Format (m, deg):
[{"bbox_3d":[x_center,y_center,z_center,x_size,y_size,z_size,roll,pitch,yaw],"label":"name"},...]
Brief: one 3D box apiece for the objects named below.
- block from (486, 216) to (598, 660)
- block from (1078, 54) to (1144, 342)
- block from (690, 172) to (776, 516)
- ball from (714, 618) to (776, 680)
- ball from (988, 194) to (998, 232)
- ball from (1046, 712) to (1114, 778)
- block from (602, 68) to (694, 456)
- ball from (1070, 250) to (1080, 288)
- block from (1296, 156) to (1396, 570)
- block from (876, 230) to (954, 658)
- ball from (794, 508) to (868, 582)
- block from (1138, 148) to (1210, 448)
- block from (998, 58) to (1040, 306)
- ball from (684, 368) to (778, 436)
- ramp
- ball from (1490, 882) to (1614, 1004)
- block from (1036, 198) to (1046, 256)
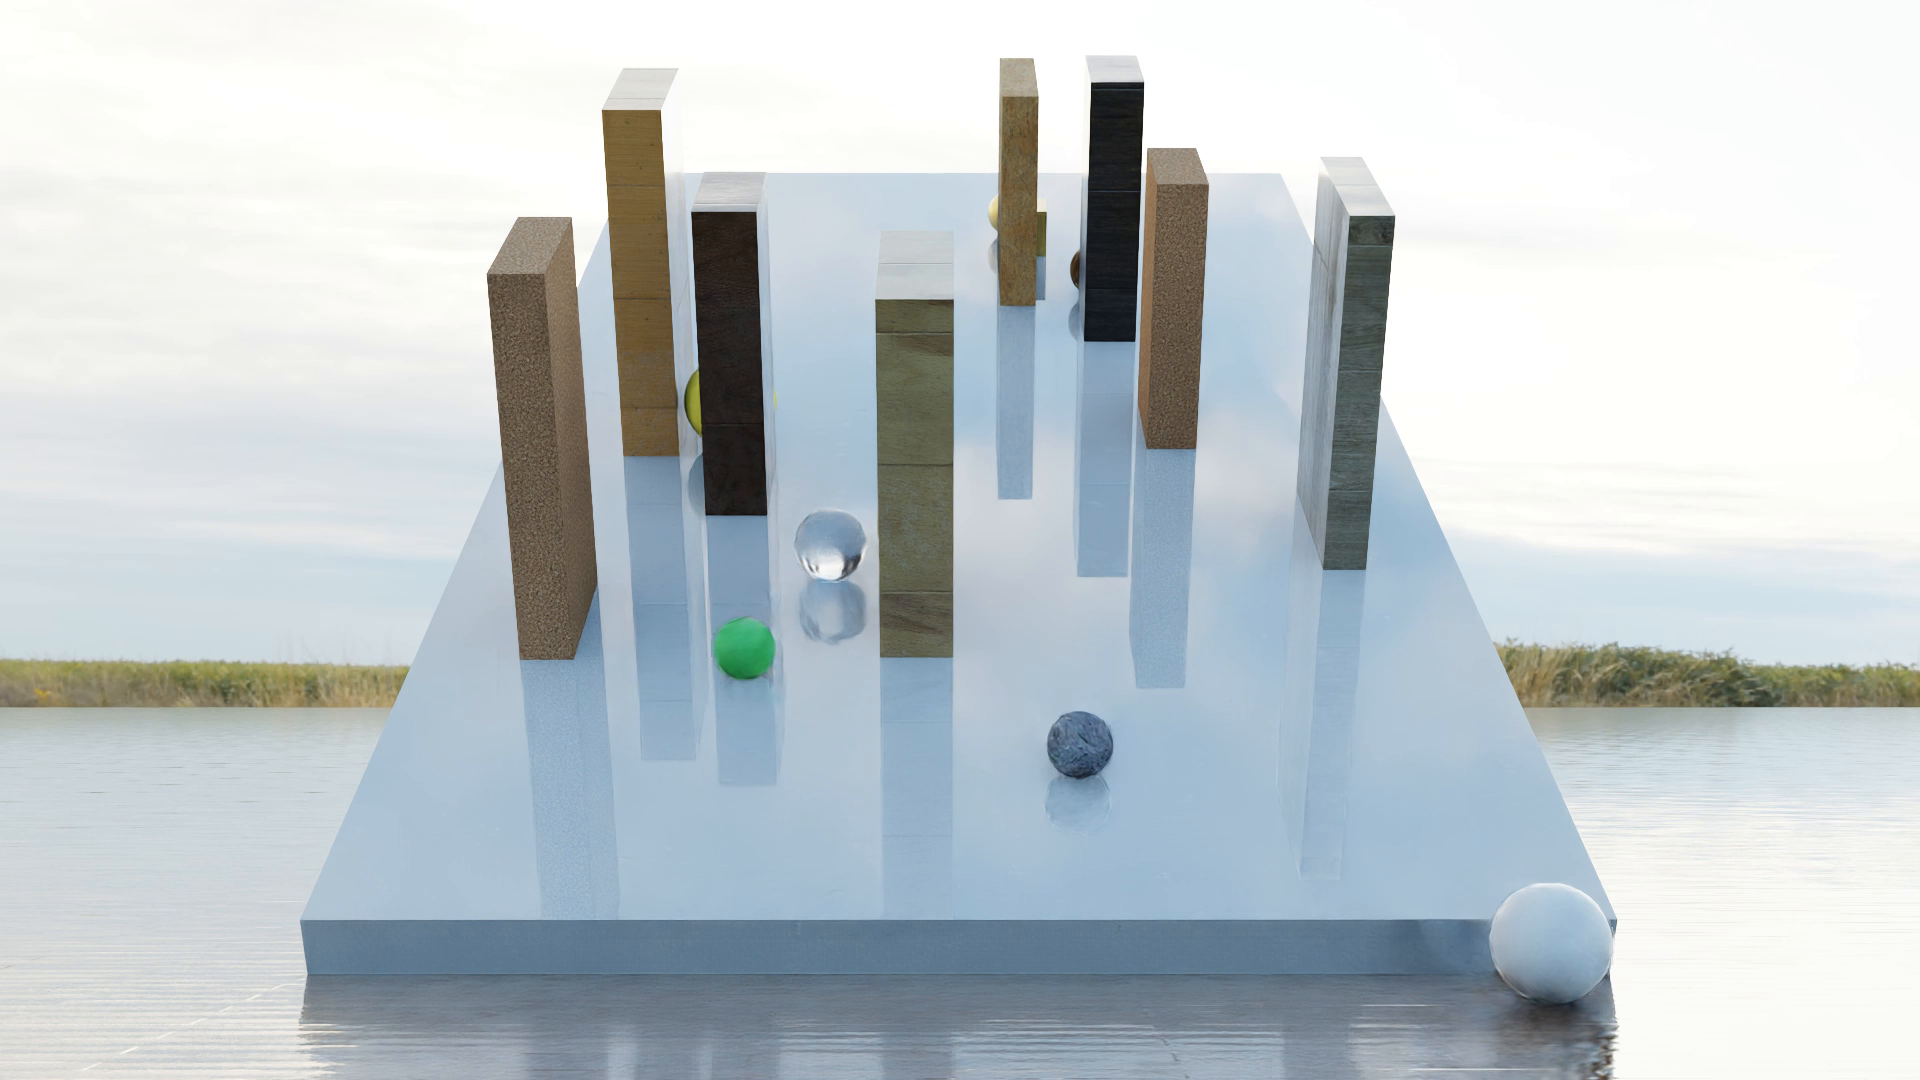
[{"bbox_3d":[-0.759,-0.186,4.298,0.099,0.744,0.326,0,25,0],"label":"block"},{"bbox_3d":[0.373,-0.847,5.819,0.129,0.654,0.272,0,25,0],"label":"block"},{"bbox_3d":[-0.466,-0.408,4.876,0.129,0.657,0.281,0,25,0],"label":"block"},{"bbox_3d":[-0.389,0.196,4.232,0.112,0.112,0.112,0,-4,0],"label":"ball"},{"bbox_3d":[0.140,-0.918,6.588,0.127,0.127,0.127,0,-4,0],"label":"ball"},{"bbox_3d":[0.201,0.343,3.921,0.112,0.112,0.112,0,-4,0],"label":"ball"},{"bbox_3d":[-0.681,-0.613,5.169,0.124,0.778,0.359,0,25,0],"label":"block"},{"bbox_3d":[0.358,-0.705,6.115,0.143,0.143,0.143,0,-4,0],"label":"ball"},{"bbox_3d":[0.764,-0.356,4.684,0.086,0.731,0.396,0,25,0],"label":"block"},{"bbox_3d":[-0.080,-0.181,4.347,0.135,0.696,0.386,0,25,0],"label":"block"},{"bbox_3d":[-0.254,0.009,4.592,0.144,0.144,0.144,0,-4,0],"label":"ball"},{"bbox_3d":[0.471,-0.538,5.215,0.111,0.608,0.284,0,25,0],"label":"block"},{"bbox_3d":[0.150,-0.943,6.142,0.092,0.550,0.406,0,25,0],"label":"block"},{"bbox_3d":[-0.508,-0.308,5.192,0.206,0.206,0.206,0,-4,0],"label":"ball"},{"bbox_3d":[-0.009,-0.229,5.388,2.000,0.100,4.000,0,25,0],"label":"ramp"},{"bbox_3d":[0.821,0.559,3.255,0.167,0.167,0.167,0,-4,0],"label":"ball"},{"bbox_3d":[0.173,-0.865,6.473,0.128,0.128,0.128,0,25,0],"label":"block"}]
